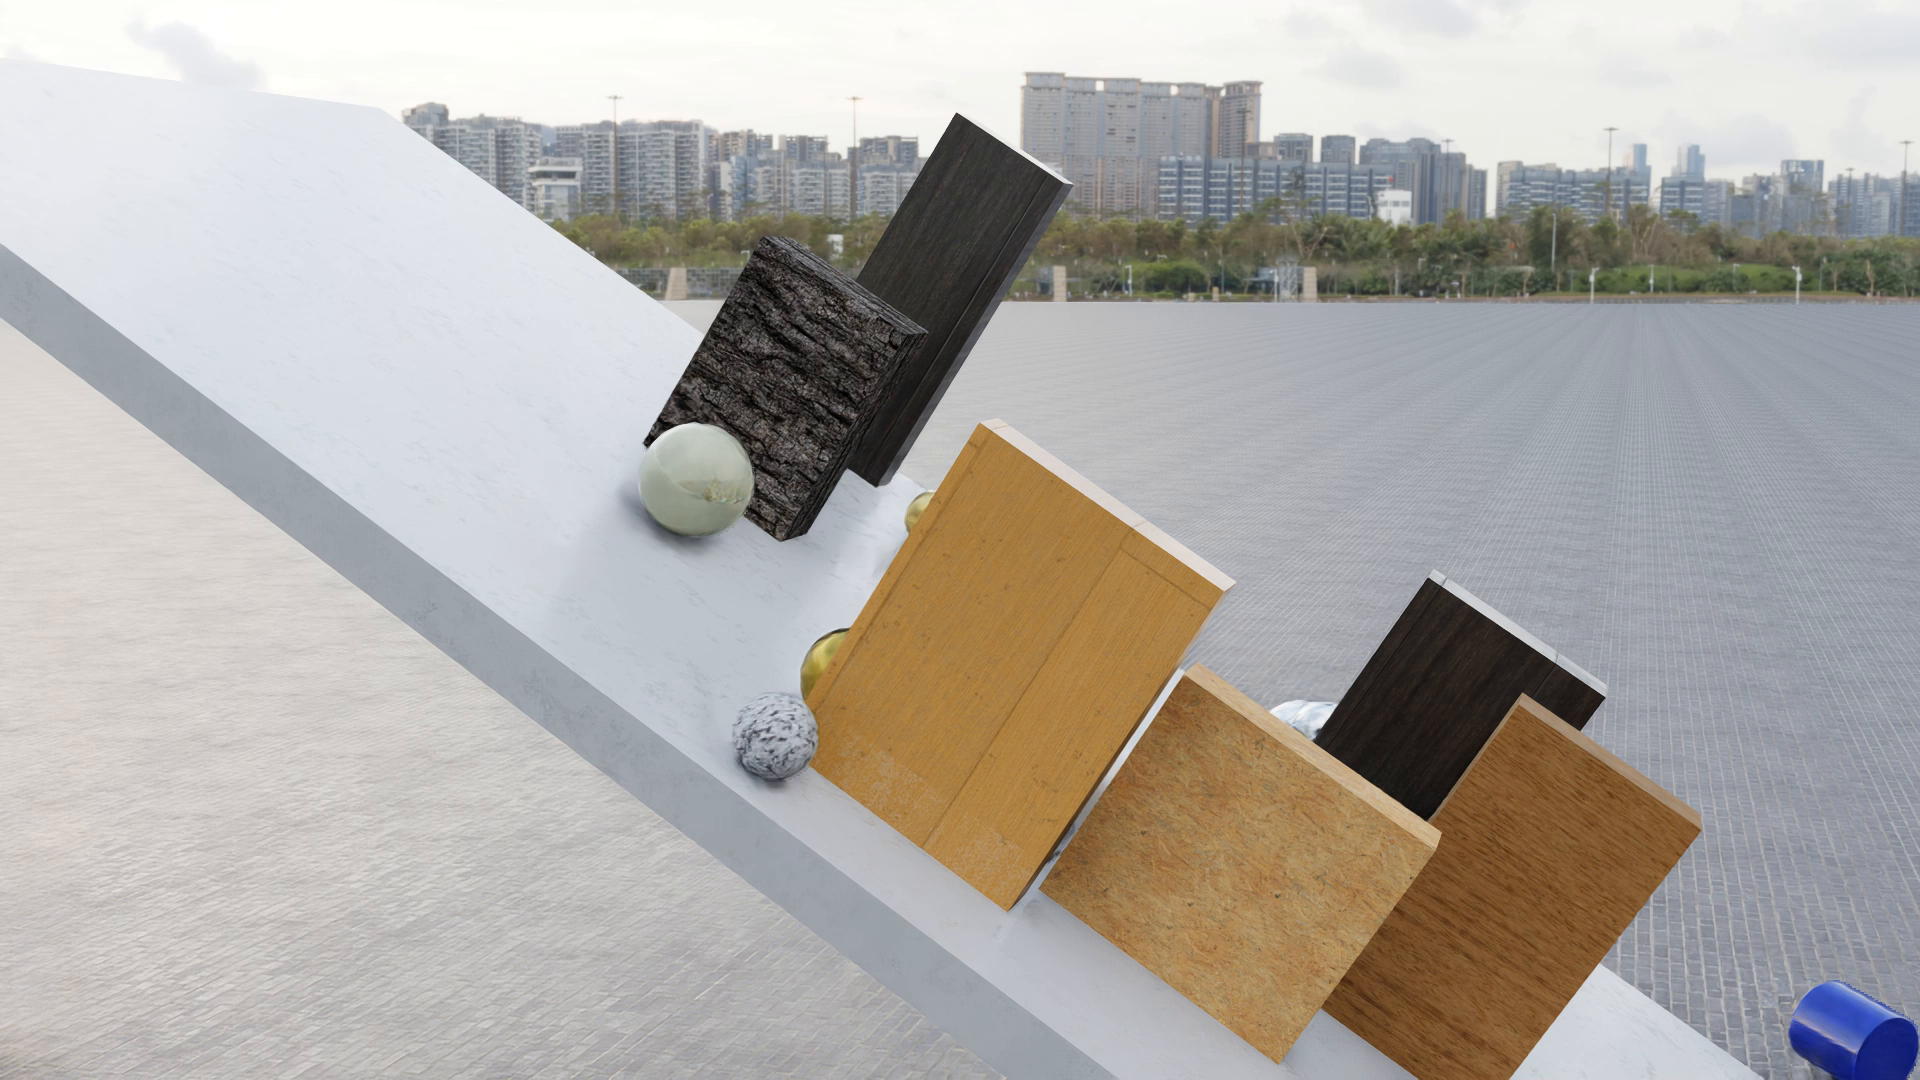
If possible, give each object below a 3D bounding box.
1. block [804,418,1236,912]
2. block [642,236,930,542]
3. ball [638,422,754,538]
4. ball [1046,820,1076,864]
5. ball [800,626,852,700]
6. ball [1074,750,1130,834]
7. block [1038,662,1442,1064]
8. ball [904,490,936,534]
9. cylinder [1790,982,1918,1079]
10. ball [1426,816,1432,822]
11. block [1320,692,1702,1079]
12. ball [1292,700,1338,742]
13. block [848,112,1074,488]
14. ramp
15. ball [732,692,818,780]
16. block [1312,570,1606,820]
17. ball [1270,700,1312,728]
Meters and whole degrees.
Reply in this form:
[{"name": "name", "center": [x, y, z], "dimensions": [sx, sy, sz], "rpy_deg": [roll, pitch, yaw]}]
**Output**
[{"name": "block", "center": [0.064, 0.186, 3.289], "dimensions": [0.432, 0.591, 0.100], "rpy_deg": [35, 15, 10]}, {"name": "block", "center": [-0.336, -0.292, 4.229], "dimensions": [0.337, 0.471, 0.141], "rpy_deg": [35, 15, 10]}, {"name": "ball", "center": [-0.467, -0.107, 3.900], "dimensions": [0.203, 0.203, 0.203], "rpy_deg": [0, 7, 0]}, {"name": "ball", "center": [0.113, 0.444, 3.451], "dimensions": [0.137, 0.137, 0.137], "rpy_deg": [0, 7, 0]}, {"name": "ball", "center": [-0.172, 0.223, 3.515], "dimensions": [0.169, 0.169, 0.169], "rpy_deg": [0, 7, 0]}, {"name": "ball", "center": [0.243, 0.434, 3.662], "dimensions": [0.178, 0.178, 0.178], "rpy_deg": [0, 7, 0]}, {"name": "block", "center": [0.426, 0.493, 3.379], "dimensions": [0.450, 0.417, 0.112], "rpy_deg": [35, 15, 10]}, {"name": "ball", "center": [-0.055, -0.042, 4.672], "dimensions": [0.127, 0.127, 0.127], "rpy_deg": [0, 7, 0]}, {"name": "cylinder", "center": [2.036, 1.136, 5.014], "dimensions": [0.194, 0.194, 0.194], "rpy_deg": [-3, 15, -25]}, {"name": "ball", "center": [0.897, 0.566, 4.009], "dimensions": [0.143, 0.143, 0.143], "rpy_deg": [0, 7, 0]}, {"name": "block", "center": [0.880, 0.598, 3.587], "dimensions": [0.336, 0.608, 0.110], "rpy_deg": [35, 15, 10]}, {"name": "ball", "center": [0.732, 0.388, 4.431], "dimensions": [0.126, 0.126, 0.126], "rpy_deg": [0, 7, 0]}, {"name": "block", "center": [-0.085, -0.524, 4.852], "dimensions": [0.285, 0.790, 0.088], "rpy_deg": [35, 15, 10]}, {"name": "ramp", "center": [-0.135, 0.226, 4.103], "dimensions": [4.000, 0.100, 2.000], "rpy_deg": [35, 15, 10]}, {"name": "ball", "center": [-0.269, 0.286, 3.205], "dimensions": [0.127, 0.127, 0.127], "rpy_deg": [0, 7, 0]}, {"name": "block", "center": [0.898, 0.416, 4.223], "dimensions": [0.389, 0.596, 0.126], "rpy_deg": [35, 15, 10]}, {"name": "ball", "center": [0.708, 0.430, 4.582], "dimensions": [0.190, 0.190, 0.190], "rpy_deg": [0, 7, 0]}]
